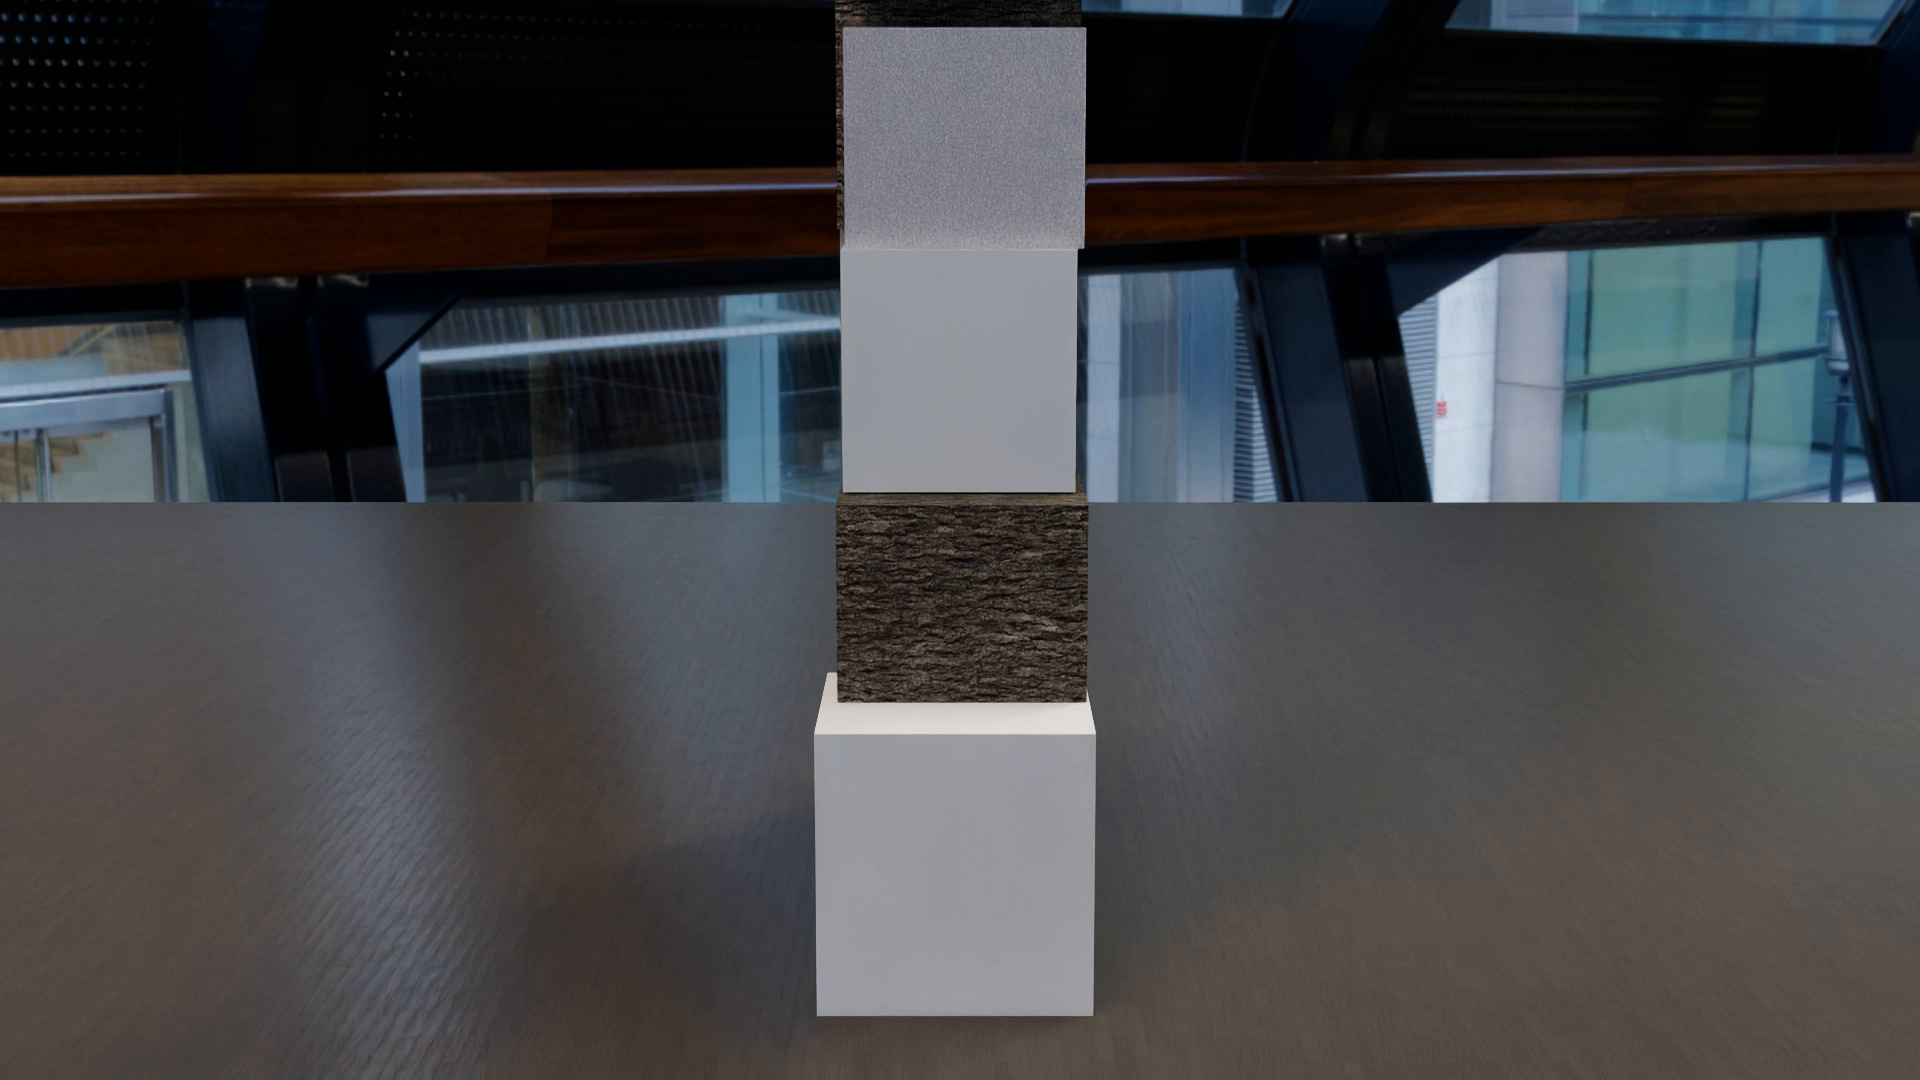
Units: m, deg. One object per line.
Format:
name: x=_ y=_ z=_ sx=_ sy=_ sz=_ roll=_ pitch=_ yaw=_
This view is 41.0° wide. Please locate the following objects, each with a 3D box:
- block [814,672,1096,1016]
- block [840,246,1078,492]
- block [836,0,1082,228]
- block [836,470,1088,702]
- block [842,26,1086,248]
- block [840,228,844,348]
block: x=-0.018 y=1.169 z=10.072 sx=1.043 sy=1.097 sz=0.987 roll=0 pitch=10 yaw=0
block: x=-0.003 y=-0.755 z=10.489 sx=0.913 sy=0.950 sz=1.036 roll=0 pitch=12 yaw=0
block: x=-0.007 y=-1.898 z=11.304 sx=1.030 sy=0.986 sz=1.026 roll=0 pitch=10 yaw=0
block: x=0.008 y=0.168 z=10.338 sx=0.968 sy=0.777 sz=0.908 roll=0 pitch=10 yaw=0
block: x=0.018 y=-1.635 z=10.324 sx=0.930 sy=0.841 sz=0.914 roll=0 pitch=12 yaw=0
block: x=-0.017 y=-0.953 z=11.539 sx=0.988 sy=0.957 sz=1.059 roll=0 pitch=10 yaw=0
